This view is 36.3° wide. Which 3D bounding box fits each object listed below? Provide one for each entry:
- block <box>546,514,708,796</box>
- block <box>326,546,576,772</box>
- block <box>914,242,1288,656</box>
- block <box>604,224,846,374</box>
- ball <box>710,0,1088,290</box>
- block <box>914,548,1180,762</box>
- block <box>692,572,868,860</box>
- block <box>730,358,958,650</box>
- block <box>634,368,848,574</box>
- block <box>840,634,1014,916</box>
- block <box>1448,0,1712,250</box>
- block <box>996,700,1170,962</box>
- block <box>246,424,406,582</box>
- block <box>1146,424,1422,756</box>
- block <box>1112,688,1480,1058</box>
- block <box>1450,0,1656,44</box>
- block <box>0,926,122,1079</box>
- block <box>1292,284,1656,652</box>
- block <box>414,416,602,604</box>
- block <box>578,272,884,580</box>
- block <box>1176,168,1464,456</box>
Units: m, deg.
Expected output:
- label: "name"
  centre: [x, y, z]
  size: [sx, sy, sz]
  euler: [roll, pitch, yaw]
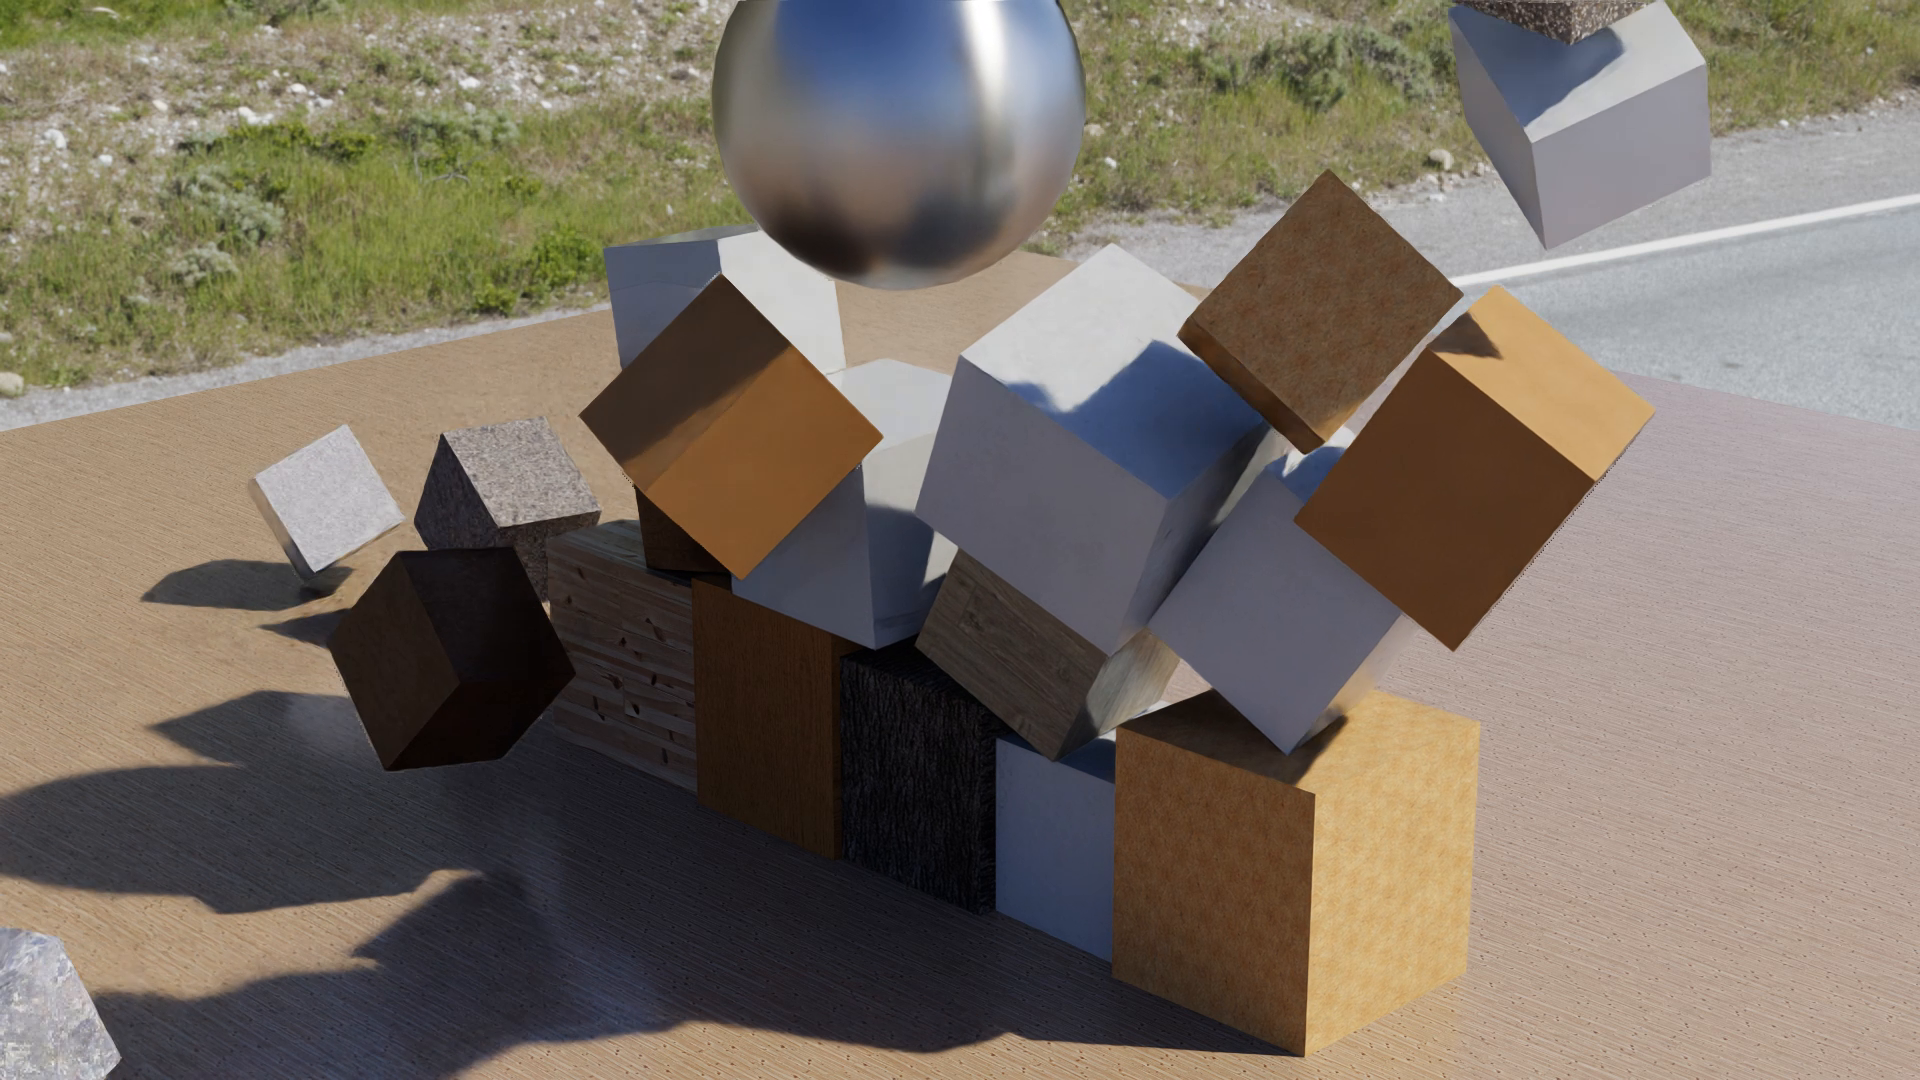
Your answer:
- label: "block"
  centre: [-1.313, 0.524, 14.898]
  size: [0.997, 1.068, 1.202]
  euler: [-17, 24, -42]
- label: "block"
  centre: [-2.402, 0.553, 13.814]
  size: [0.681, 0.718, 0.741]
  euler: [-3, 55, -48]
- label: "block"
  centre: [0.618, -0.381, 11.975]
  size: [1.035, 0.921, 1.048]
  euler: [36, 48, 18]
- label: "block"
  centre: [-1.138, -1.123, 14.215]
  size: [0.785, 0.735, 0.747]
  euler: [1, 13, 41]
- label: "ball"
  centre: [-0.259, -1.864, 12.484]
  size: [1.600, 1.600, 1.600]
  euler: [0, 17, 0]
- label: "block"
  centre: [0.502, 0.247, 12.755]
  size: [0.831, 0.921, 0.817]
  euler: [39, 37, 21]
- label: "block"
  centre: [-0.529, 0.714, 14.146]
  size: [1.134, 1.156, 0.980]
  euler: [-17, 24, -42]
- label: "block"
  centre: [-0.364, -0.192, 13.478]
  size: [1.018, 0.906, 1.034]
  euler: [-20, 26, -38]
- label: "block"
  centre: [-1.001, -0.350, 14.287]
  size: [0.874, 0.834, 0.797]
  euler: [-17, 13, -42]
- label: "block"
  centre: [0.121, 0.997, 13.514]
  size: [0.986, 0.994, 0.908]
  euler: [-17, 24, -42]
- label: "block"
  centre: [2.260, -1.627, 10.671]
  size: [0.666, 0.671, 0.686]
  euler: [-25, 58, 2]
- label: "block"
  centre: [0.738, 1.255, 12.975]
  size: [0.872, 0.825, 0.763]
  euler: [-15, 23, -40]
- label: "block"
  centre: [-3.742, -0.210, 17.277]
  size: [0.616, 0.651, 0.633]
  euler: [-32, 4, -18]
- label: "block"
  centre: [1.447, 0.194, 11.946]
  size: [0.783, 0.906, 0.747]
  euler: [43, 33, 14]
- label: "block"
  centre: [1.401, 1.304, 12.296]
  size: [1.042, 1.139, 1.098]
  euler: [17, 24, 42]
- label: "block"
  centre: [2.044, -2.279, 10.019]
  size: [0.756, 0.766, 0.777]
  euler: [-29, 42, -31]
- label: "block"
  centre: [-3.694, 1.894, 10.853]
  size: [0.674, 0.629, 0.720]
  euler: [5, 38, 28]
- label: "block"
  centre: [1.999, -0.292, 11.366]
  size: [0.792, 0.913, 0.912]
  euler: [40, 32, 9]
- label: "block"
  centre: [-2.551, -0.132, 16.491]
  size: [0.649, 0.735, 0.746]
  euler: [-11, 53, -36]
- label: "block"
  centre: [-0.987, -0.490, 12.647]
  size: [0.874, 0.698, 0.733]
  euler: [-45, 42, 0]
- label: "block"
  centre: [1.355, -0.853, 11.167]
  size: [0.688, 0.751, 0.672]
  euler: [43, -2, 2]
